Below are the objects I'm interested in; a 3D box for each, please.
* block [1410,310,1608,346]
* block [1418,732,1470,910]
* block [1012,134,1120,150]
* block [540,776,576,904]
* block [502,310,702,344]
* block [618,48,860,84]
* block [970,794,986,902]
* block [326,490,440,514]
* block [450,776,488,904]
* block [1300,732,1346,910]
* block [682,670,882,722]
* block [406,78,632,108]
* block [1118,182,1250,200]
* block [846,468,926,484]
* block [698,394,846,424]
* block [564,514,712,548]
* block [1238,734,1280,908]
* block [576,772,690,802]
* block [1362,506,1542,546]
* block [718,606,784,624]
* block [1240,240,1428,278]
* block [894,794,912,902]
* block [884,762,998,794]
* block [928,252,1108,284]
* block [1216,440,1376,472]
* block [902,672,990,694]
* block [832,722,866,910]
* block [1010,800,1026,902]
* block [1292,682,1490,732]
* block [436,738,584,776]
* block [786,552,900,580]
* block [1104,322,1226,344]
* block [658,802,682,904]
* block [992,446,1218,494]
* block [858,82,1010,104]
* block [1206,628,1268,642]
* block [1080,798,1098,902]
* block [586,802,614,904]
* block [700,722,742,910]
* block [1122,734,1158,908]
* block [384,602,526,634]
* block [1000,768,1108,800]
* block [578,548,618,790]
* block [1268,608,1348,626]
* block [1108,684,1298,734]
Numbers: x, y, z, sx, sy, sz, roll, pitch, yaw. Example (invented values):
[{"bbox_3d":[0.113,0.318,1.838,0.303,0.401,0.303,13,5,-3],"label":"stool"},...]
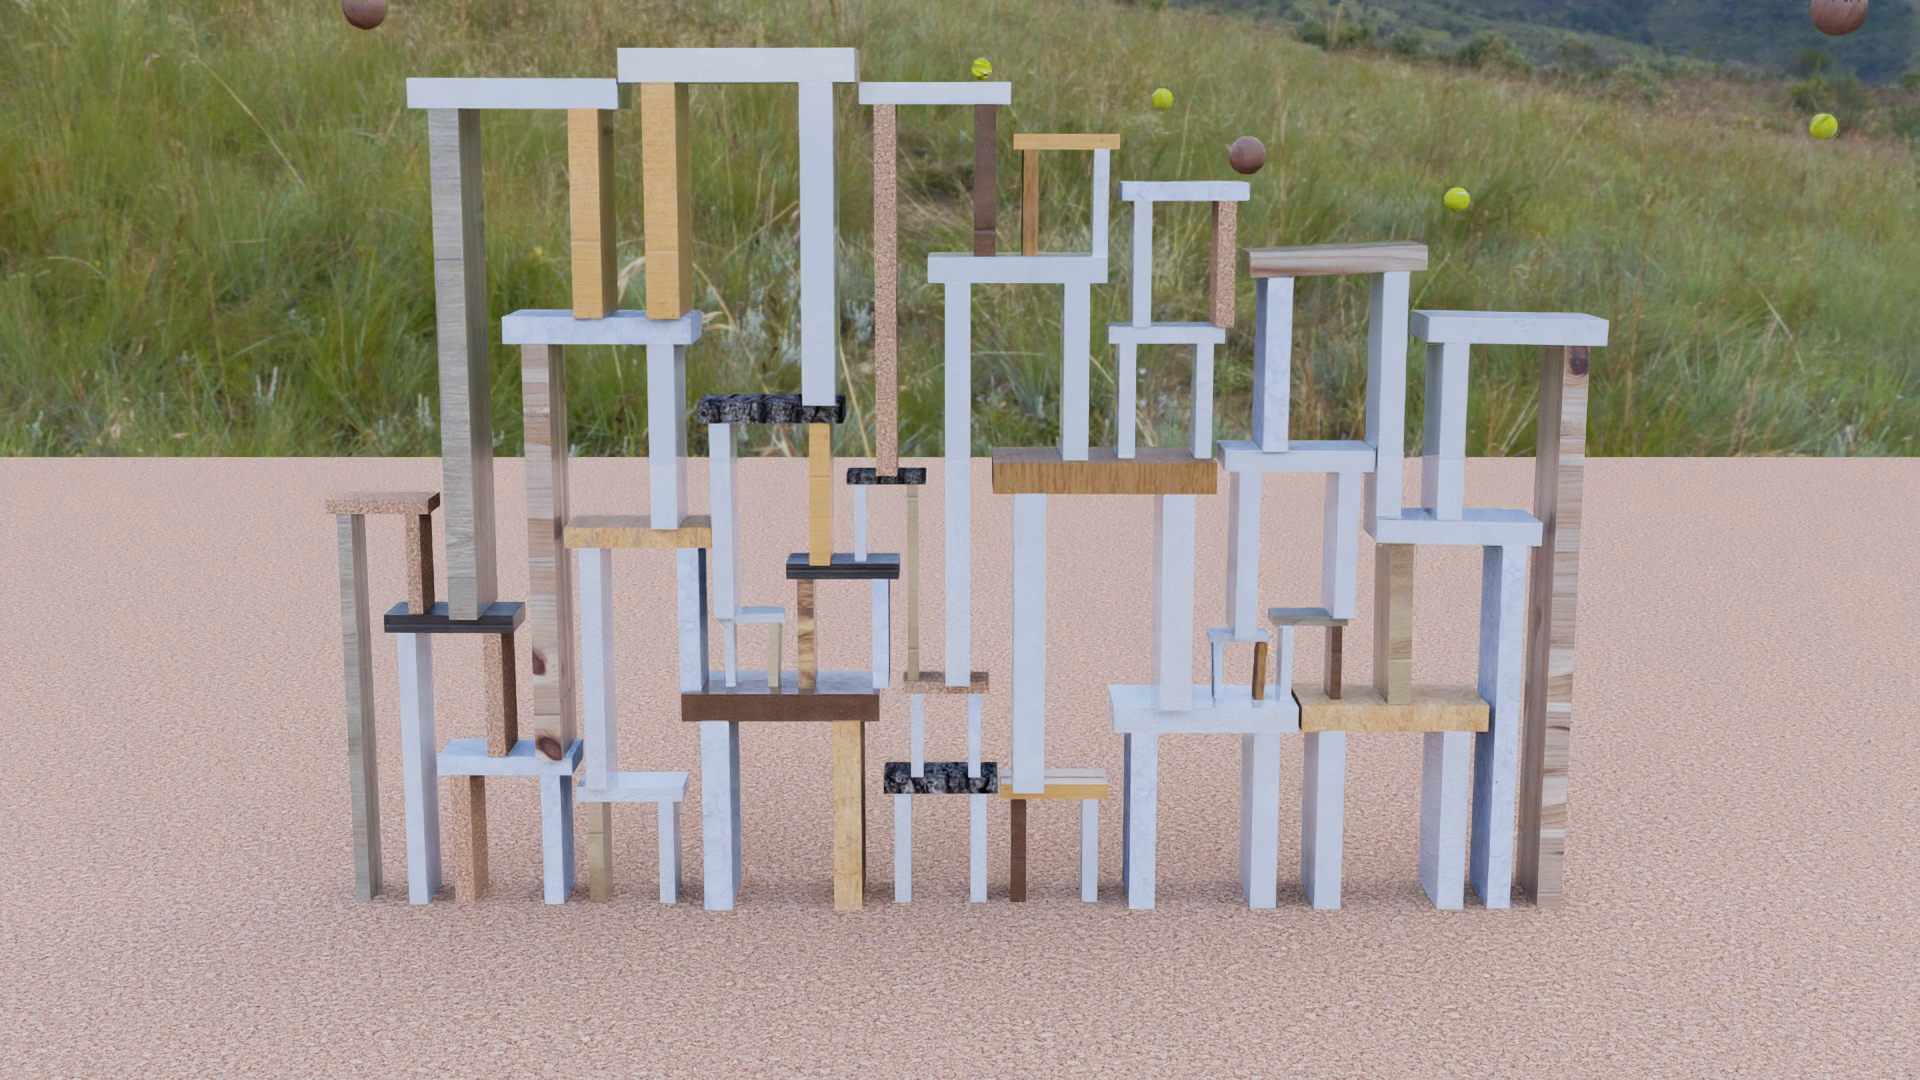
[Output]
[{"bbox_3d":[0.871,-0.338,3.500,0.280,0.040,0.140,1,11,0],"label":"block"},{"bbox_3d":[0.801,0.442,3.641,0.043,0.301,0.150,0,11,0],"label":"block"},{"bbox_3d":[0.165,-0.625,3.448,0.165,0.023,0.082,0,11,0],"label":"block"},{"bbox_3d":[-0.668,0.481,3.654,0.031,0.220,0.110,0,11,0],"label":"block"},{"bbox_3d":[-0.566,-0.339,3.497,0.293,0.042,0.147,0,11,0],"label":"block"},{"bbox_3d":[-0.339,-0.736,3.419,0.358,0.051,0.179,0,11,0],"label":"block"},{"bbox_3d":[0.031,0.498,3.656,0.026,0.186,0.093,0,11,0],"label":"block"},{"bbox_3d":[-0.930,-0.061,3.548,0.163,0.023,0.081,0,11,0],"label":"block"},{"bbox_3d":[-0.814,0.481,3.654,0.031,0.220,0.110,0,11,0],"label":"block"},{"bbox_3d":[0.600,0.442,3.641,0.043,0.301,0.150,0,11,0],"label":"block"},{"bbox_3d":[-0.289,0.255,3.609,0.318,0.045,0.159,0,11,0],"label":"block"},{"bbox_3d":[-0.681,-0.695,3.423,0.319,0.045,0.160,0,11,0],"label":"block"},{"bbox_3d":[0.350,-0.549,3.458,0.196,0.028,0.098,0,11,0],"label":"block"},{"bbox_3d":[-0.118,-0.103,3.546,0.126,0.018,0.063,0,11,0],"label":"block"},{"bbox_3d":[-0.300,-0.210,3.518,0.229,0.032,0.114,0,11,-1],"label":"block"},{"bbox_3d":[-0.513,-0.014,3.558,0.235,0.033,0.117,0,11,0],"label":"block"},{"bbox_3d":[0.496,0.444,3.644,0.042,0.297,0.149,0,11,0],"label":"block"},{"bbox_3d":[-0.539,0.408,3.632,0.174,0.025,0.087,0,11,0],"label":"block"},{"bbox_3d":[0.792,-0.023,3.547,0.261,0.037,0.131,1,10,1],"label":"block"},{"bbox_3d":[-0.340,0.121,3.581,0.106,0.015,0.053,-1,11,-2],"label":"block"},{"bbox_3d":[0.588,-0.444,3.477,0.274,0.039,0.137,-2,11,1],"label":"block"},{"bbox_3d":[-0.094,0.498,3.656,0.026,0.186,0.093,0,11,0],"label":"block"},{"bbox_3d":[-0.032,0.393,3.637,0.186,0.026,0.093,0,11,0],"label":"block"},{"bbox_3d":[0.090,-0.432,3.483,0.279,0.040,0.139,0,11,0],"label":"block"},{"bbox_3d":[0.538,-0.135,3.538,0.238,0.034,0.119,0,11,0],"label":"block"},{"bbox_3d":[-0.023,0.233,3.601,0.140,0.020,0.070,0,11,0],"label":"block"},{"bbox_3d":[-0.183,0.433,3.642,0.045,0.318,0.159,0,11,0],"label":"block"},{"bbox_3d":[0.096,0.502,3.657,0.025,0.176,0.088,0,11,0],"label":"block"},{"bbox_3d":[0.700,0.274,3.610,0.301,0.043,0.150,0,11,0],"label":"block"},{"bbox_3d":[-0.741,0.358,3.631,0.220,0.031,0.110,0,11,0],"label":"block"},{"bbox_3d":[-0.188,0.042,3.572,0.181,0.026,0.090,0,11,0],"label":"block"},{"bbox_3d":[0.325,-0.330,3.501,0.183,0.026,0.091,0,11,0],"label":"block"},{"bbox_3d":[-0.481,0.505,3.650,0.025,0.174,0.087,0,11,0],"label":"block"},{"bbox_3d":[0.228,-0.112,3.536,0.351,0.050,0.175,0,11,0],"label":"block"},{"bbox_3d":[-0.039,-0.697,3.433,0.233,0.033,0.117,0,11,0],"label":"block"},{"bbox_3d":[0.453,0.155,3.591,0.095,0.014,0.048,0,11,1],"label":"block"},{"bbox_3d":[0.214,0.503,3.657,0.025,0.176,0.088,0,11,0],"label":"block"},{"bbox_3d":[-0.597,0.505,3.650,0.025,0.174,0.087,0,11,0],"label":"block"},{"bbox_3d":[-0.394,0.433,3.642,0.045,0.318,0.159,0,11,0],"label":"block"},{"bbox_3d":[0.298,0.444,3.644,0.042,0.297,0.148,0,11,0],"label":"block"},{"bbox_3d":[-0.822,0.126,3.582,0.207,0.029,0.104,0,11,0],"label":"block"},{"bbox_3d":[0.155,0.403,3.639,0.176,0.025,0.088,0,11,0],"label":"block"},{"bbox_3d":[-0.591,0.199,3.598,0.033,0.399,0.117,0,11,0],"label":"block"},{"bbox_3d":[0.566,0.125,3.579,0.121,0.017,0.061,0,11,-1],"label":"block"},{"bbox_3d":[0.397,0.277,3.613,0.297,0.042,0.149,0,11,0],"label":"block"}]
